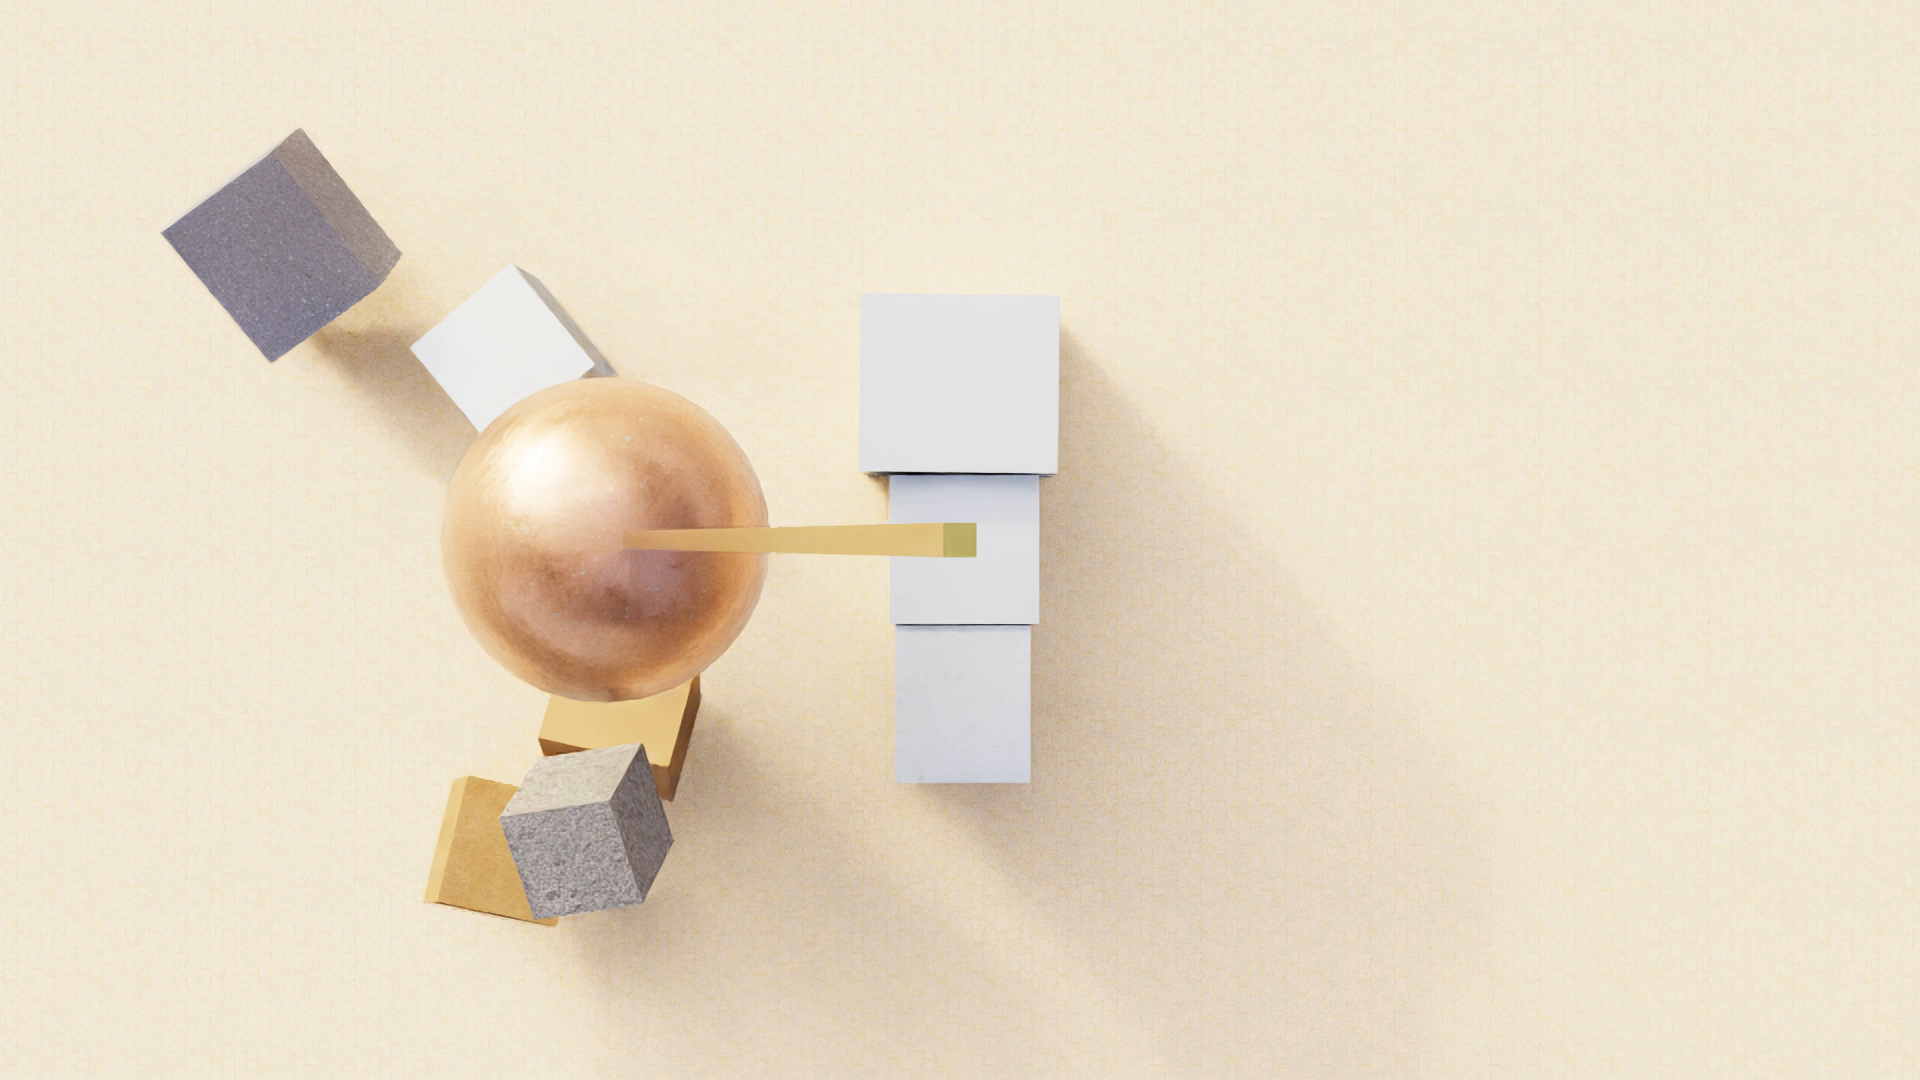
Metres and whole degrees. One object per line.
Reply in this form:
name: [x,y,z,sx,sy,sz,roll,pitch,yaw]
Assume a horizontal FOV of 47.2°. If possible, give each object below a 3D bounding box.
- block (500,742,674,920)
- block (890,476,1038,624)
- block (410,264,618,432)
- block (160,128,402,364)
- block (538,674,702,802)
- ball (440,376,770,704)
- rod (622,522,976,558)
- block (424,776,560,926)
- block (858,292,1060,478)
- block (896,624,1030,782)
block: [-1.946,1.518,11.531,0.600,0.647,0.609,-10,110,12]
block: [0.023,0.052,12.560,0.824,0.880,0.817,0,90,0]
block: [-2.542,-1.025,12.619,0.736,0.739,0.736,-40,89,1]
block: [-3.811,-1.673,12.431,0.777,0.748,0.909,-33,110,8]
block: [-1.922,1.005,12.533,0.734,0.743,0.654,13,68,0]
ball: [-1.730,0.000,10.785,1.600,1.600,1.600,0,90,0]
rod: [-0.750,0.000,7.529,0.080,5.200,0.080,0,90,-17]
block: [-2.591,1.769,12.483,0.671,0.663,0.704,15,77,-17]
block: [-0.004,-0.858,12.512,1.087,0.975,0.974,1,90,0]
block: [0.016,0.906,12.569,0.746,0.863,0.869,0,90,0]
